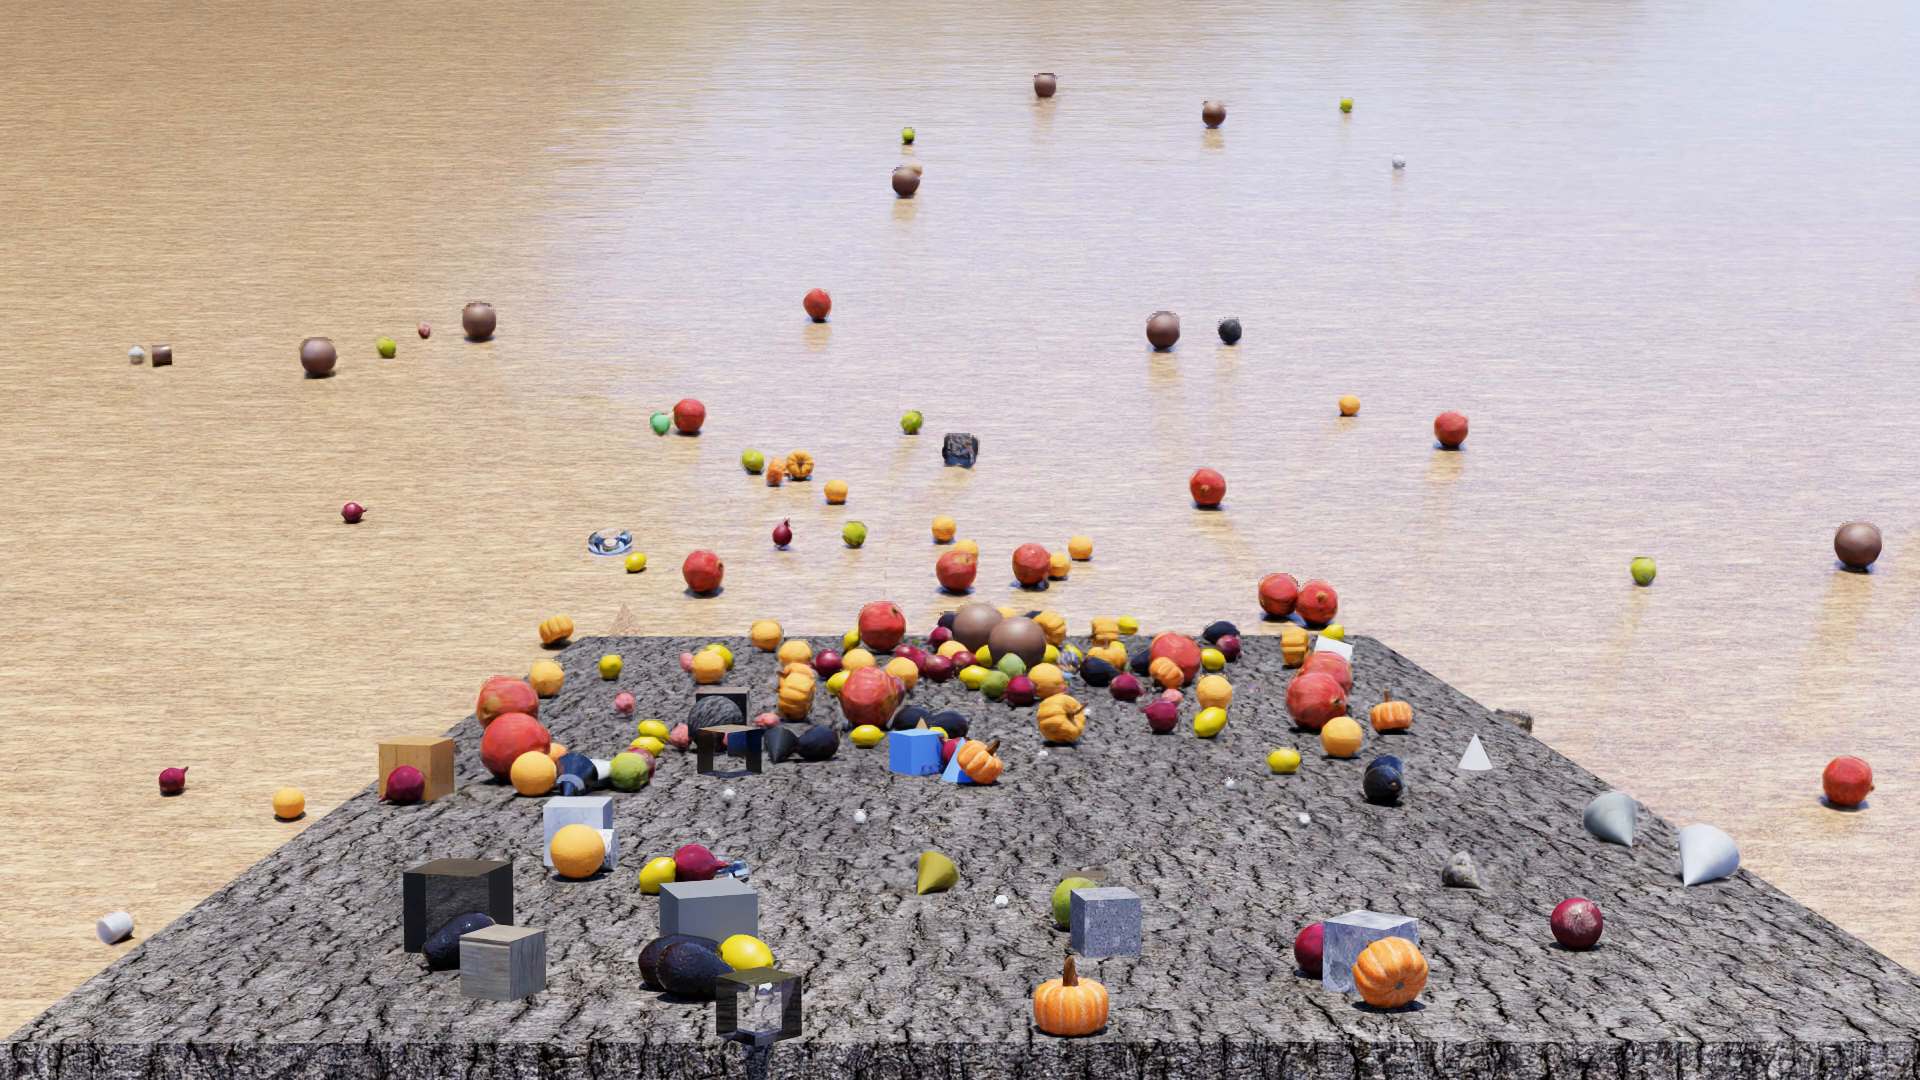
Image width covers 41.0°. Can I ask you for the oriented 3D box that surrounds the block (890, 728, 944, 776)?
[{"bbox_3d":[-0.072,0.353,4.278,0.066,0.066,0.066,-3,4,-34],"label":"block"}]

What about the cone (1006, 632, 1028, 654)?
[{"bbox_3d":[0.137,0.258,6.106,0.056,0.056,0.056,0,30,-1],"label":"cone"}]

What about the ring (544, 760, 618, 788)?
[{"bbox_3d":[-0.608,0.377,4.122,0.116,0.039,0.116,-3,1,0],"label":"ring"}]

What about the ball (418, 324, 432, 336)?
[{"bbox_3d":[-1.998,-0.784,9.580,0.051,0.051,0.051,0,20,0],"label":"ball"}]

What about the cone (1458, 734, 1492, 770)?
[{"bbox_3d":[0.867,0.353,4.320,0.059,0.059,0.059,0,4,0],"label":"cone"}]

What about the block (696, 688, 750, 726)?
[{"bbox_3d":[-0.429,0.317,4.652,0.091,0.091,0.091,0,4,-1],"label":"block"}]

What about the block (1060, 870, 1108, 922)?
[{"bbox_3d":[0.151,0.433,3.113,0.053,0.053,0.053,0,4,8],"label":"block"}]

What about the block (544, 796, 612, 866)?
[{"bbox_3d":[-0.519,0.396,3.494,0.080,0.080,0.080,0,4,2],"label":"block"}]

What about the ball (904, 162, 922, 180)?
[{"bbox_3d":[-0.222,-1.760,12.227,0.090,0.090,0.090,0,20,0],"label":"ball"}]

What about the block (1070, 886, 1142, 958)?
[{"bbox_3d":[0.166,0.437,2.940,0.066,0.066,0.066,-1,4,-12],"label":"block"}]

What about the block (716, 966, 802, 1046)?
[{"bbox_3d":[-0.200,0.464,2.558,0.061,0.061,0.061,-4,5,-44],"label":"block"}]

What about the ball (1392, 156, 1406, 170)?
[{"bbox_3d":[2.131,-1.831,12.456,0.068,0.068,0.068,0,20,0],"label":"ball"}]

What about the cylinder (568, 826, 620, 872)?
[{"bbox_3d":[-0.488,0.413,3.426,0.054,0.054,0.054,12,21,5],"label":"cylinder"}]

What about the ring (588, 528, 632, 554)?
[{"bbox_3d":[-1.010,0.003,7.415,0.131,0.044,0.131,-1,19,0],"label":"ring"}]

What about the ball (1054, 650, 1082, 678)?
[{"bbox_3d":[0.228,0.263,5.439,0.056,0.056,0.056,0,20,0],"label":"ball"}]

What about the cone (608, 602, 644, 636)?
[{"bbox_3d":[-0.884,0.206,6.776,0.095,0.095,0.095,0,20,0],"label":"cone"}]

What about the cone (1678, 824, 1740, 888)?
[{"bbox_3d":[0.956,0.426,3.333,0.083,0.083,0.083,14,38,33],"label":"cone"}]

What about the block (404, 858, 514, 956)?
[{"bbox_3d":[-0.578,0.423,2.963,0.092,0.092,0.092,1,4,16],"label":"block"}]

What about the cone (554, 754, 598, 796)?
[{"bbox_3d":[-0.612,0.386,4.025,0.073,0.073,0.073,2,31,6],"label":"cone"}]

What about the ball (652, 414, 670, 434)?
[{"bbox_3d":[-0.984,-0.382,8.451,0.063,0.063,0.063,0,20,0],"label":"ball"}]

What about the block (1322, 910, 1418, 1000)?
[{"bbox_3d":[0.441,0.445,2.759,0.074,0.074,0.074,3,5,39],"label":"block"}]

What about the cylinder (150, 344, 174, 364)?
[{"bbox_3d":[-2.871,-0.667,9.234,0.067,0.067,0.067,3,16,-29],"label":"cylinder"}]

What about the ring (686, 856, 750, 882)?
[{"bbox_3d":[-0.316,0.431,3.353,0.083,0.028,0.083,-1,5,0],"label":"ring"}]

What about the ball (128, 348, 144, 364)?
[{"bbox_3d":[-2.965,-0.666,9.246,0.056,0.056,0.056,0,20,0],"label":"ball"}]

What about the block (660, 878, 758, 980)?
[{"bbox_3d":[-0.280,0.431,2.854,0.089,0.089,0.089,-1,4,-20],"label":"block"}]

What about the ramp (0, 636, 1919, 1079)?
[{"bbox_3d":[0.047,0.420,4.534,2.000,0.100,4.000,0,4,0],"label":"ramp"}]

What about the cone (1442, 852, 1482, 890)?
[{"bbox_3d":[0.655,0.436,3.303,0.050,0.050,0.050,-13,41,-32],"label":"cone"}]

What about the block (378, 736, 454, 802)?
[{"bbox_3d":[-0.853,0.358,4.032,0.087,0.087,0.087,1,4,13],"label":"block"}]

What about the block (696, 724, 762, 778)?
[{"bbox_3d":[-0.382,0.350,4.255,0.075,0.075,0.075,3,5,43],"label":"block"}]

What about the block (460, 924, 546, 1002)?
[{"bbox_3d":[-0.487,0.451,2.739,0.065,0.065,0.065,2,4,26],"label":"block"}]

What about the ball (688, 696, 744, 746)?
[{"bbox_3d":[-0.429,0.322,4.503,0.099,0.099,0.099,0,20,0],"label":"ball"}]

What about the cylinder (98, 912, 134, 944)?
[{"bbox_3d":[-1.719,0.789,5.227,0.050,0.050,0.050,15,24,35],"label":"cylinder"}]

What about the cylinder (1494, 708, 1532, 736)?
[{"bbox_3d":[1.311,0.450,6.116,0.081,0.081,0.081,13,23,28],"label":"cylinder"}]

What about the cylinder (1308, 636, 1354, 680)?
[{"bbox_3d":[0.800,0.254,5.544,0.078,0.078,0.078,17,22,6],"label":"cylinder"}]

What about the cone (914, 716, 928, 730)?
[{"bbox_3d":[-0.066,0.340,4.389,0.079,0.079,0.079,0,4,0],"label":"cone"}]

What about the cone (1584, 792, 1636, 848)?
[{"bbox_3d":[0.931,0.410,3.616,0.079,0.079,0.079,-3,31,-9],"label":"cone"}]

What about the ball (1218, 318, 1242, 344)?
[{"bbox_3d":[1.000,-0.773,9.495,0.090,0.090,0.090,0,20,0],"label":"ball"}]

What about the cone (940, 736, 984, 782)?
[{"bbox_3d":[0.004,0.355,4.198,0.071,0.071,0.071,0,4,0],"label":"cone"}]

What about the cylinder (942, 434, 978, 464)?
[{"bbox_3d":[0.001,-0.287,8.149,0.090,0.090,0.090,6,21,16],"label":"cylinder"}]

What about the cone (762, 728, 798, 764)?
[{"bbox_3d":[-0.313,0.365,4.385,0.065,0.065,0.065,2,31,6],"label":"cone"}]

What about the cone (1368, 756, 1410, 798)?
[{"bbox_3d":[0.679,0.386,4.036,0.067,0.067,0.067,-1,47,-2],"label":"cone"}]
